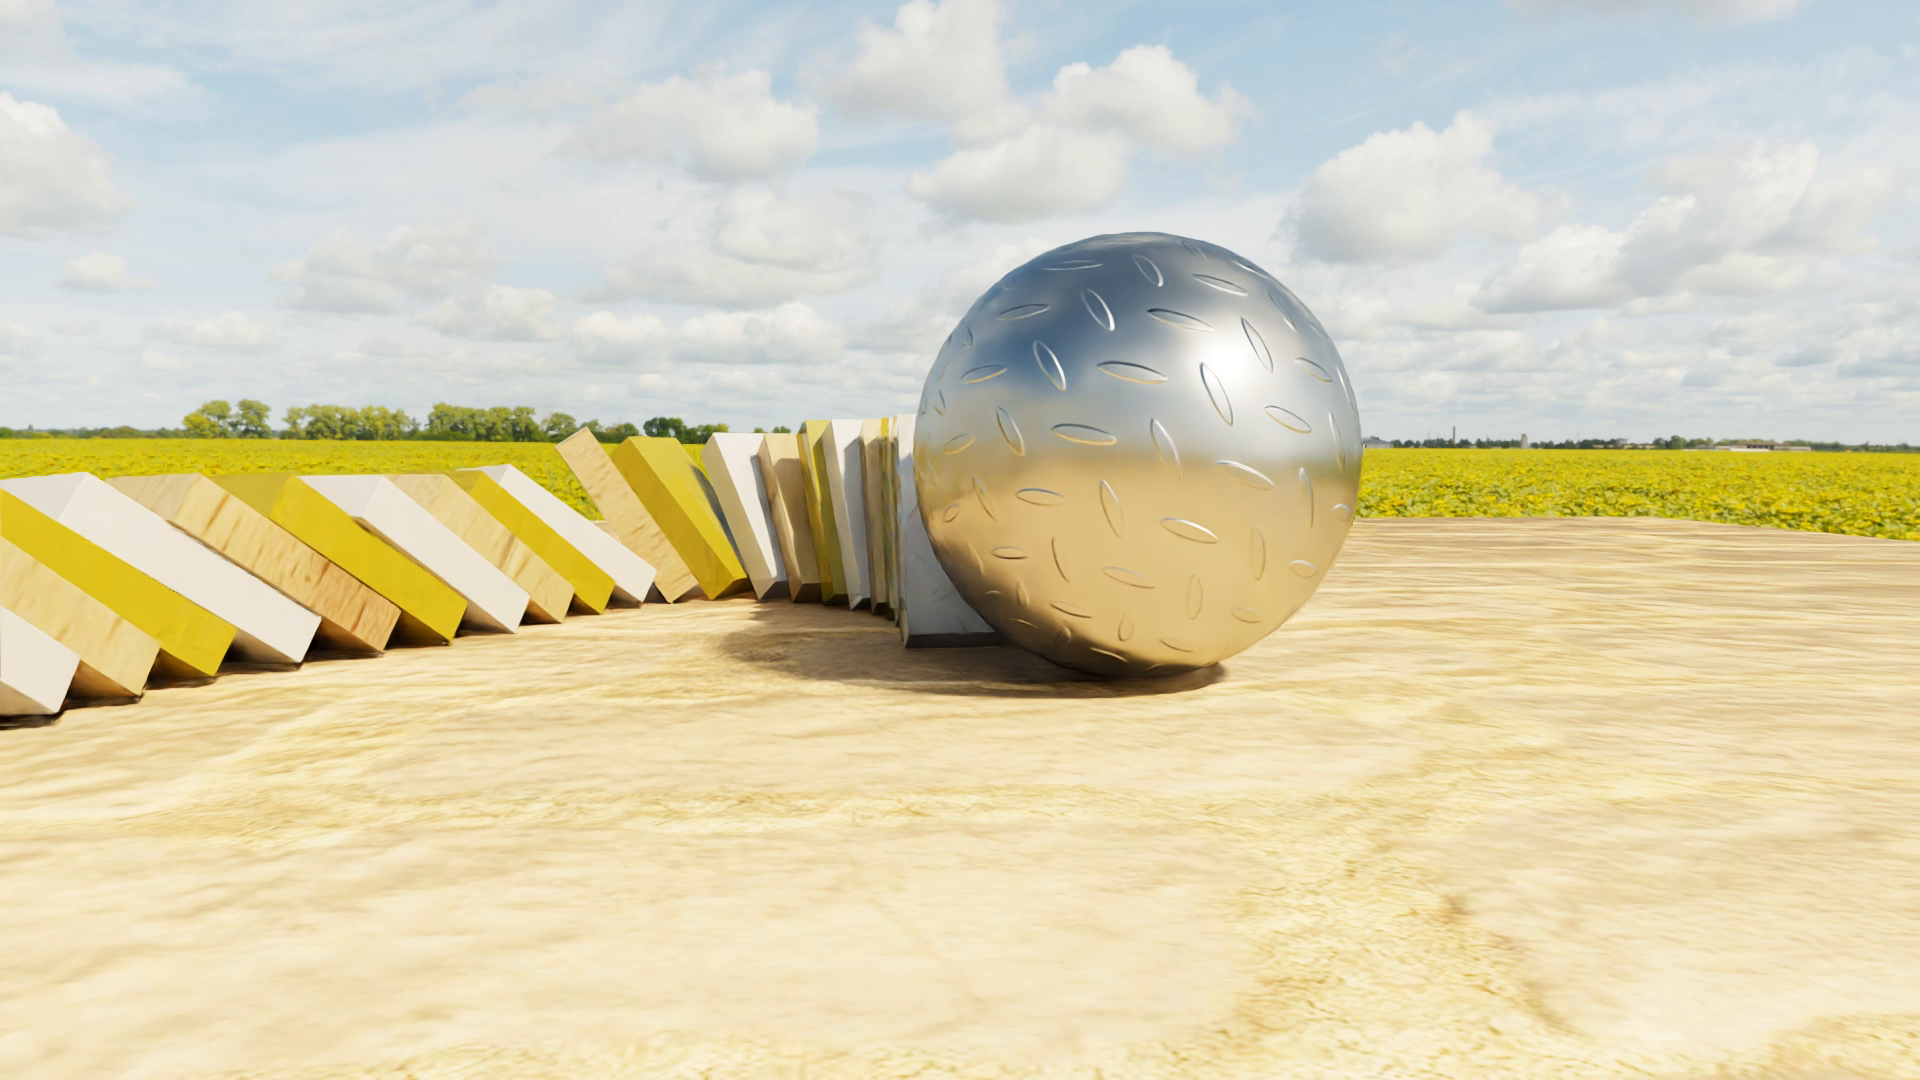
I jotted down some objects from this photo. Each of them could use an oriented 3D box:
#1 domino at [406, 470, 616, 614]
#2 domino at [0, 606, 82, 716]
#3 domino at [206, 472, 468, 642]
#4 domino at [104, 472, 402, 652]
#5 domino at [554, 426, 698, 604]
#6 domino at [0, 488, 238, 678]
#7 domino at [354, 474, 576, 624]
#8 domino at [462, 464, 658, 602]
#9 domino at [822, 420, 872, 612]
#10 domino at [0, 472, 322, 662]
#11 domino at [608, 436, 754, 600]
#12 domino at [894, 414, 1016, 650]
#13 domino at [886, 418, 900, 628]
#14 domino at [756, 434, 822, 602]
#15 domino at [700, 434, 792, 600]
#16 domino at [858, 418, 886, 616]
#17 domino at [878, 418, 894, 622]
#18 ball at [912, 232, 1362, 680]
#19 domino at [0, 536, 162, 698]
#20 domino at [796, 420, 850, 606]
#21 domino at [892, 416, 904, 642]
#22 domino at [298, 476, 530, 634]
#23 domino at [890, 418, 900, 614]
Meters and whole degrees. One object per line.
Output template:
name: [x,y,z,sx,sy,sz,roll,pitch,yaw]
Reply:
domino: [-0.109,0.001,0.308,0.025,0.010,0.050,2,-30,29]
domino: [-0.152,0.010,0.176,0.025,0.009,0.050,-4,-33,7]
domino: [-0.127,0.005,0.258,0.025,0.010,0.050,0,-31,24]
domino: [-0.134,0.006,0.243,0.025,0.009,0.050,-1,-31,24]
domino: [-0.091,-0.007,0.348,0.010,0.050,0.025,-36,14,-13]
domino: [-0.150,0.008,0.212,0.025,0.009,0.050,-3,-32,21]
domino: [-0.112,0.003,0.290,0.025,0.010,0.050,2,-30,21]
domino: [-0.104,-0.001,0.325,0.025,0.009,0.050,-2,-32,38]
domino: [-0.019,-0.007,0.337,0.025,0.050,0.010,-2,-22,-25]
domino: [-0.143,0.006,0.228,0.025,0.009,0.050,-2,-32,24]
domino: [-0.075,-0.007,0.361,0.010,0.050,0.025,-41,-9,16]
domino: [0.000,-0.002,0.273,0.025,0.050,0.009,-1,-23,-8]
domino: [-0.004,-0.005,0.305,0.025,0.050,0.009,-1,-23,-8]
domino: [-0.039,-0.007,0.357,0.025,0.050,0.009,-2,-34,-27]
domino: [-0.053,-0.008,0.364,0.025,0.050,0.009,-4,-32,-42]
domino: [-0.011,-0.006,0.326,0.025,0.050,0.009,-1,-23,-12]
domino: [-0.006,-0.006,0.315,0.025,0.050,0.010,-1,-23,-8]
ball: [0.031,-0.015,0.233,0.080,0.080,0.080,0,4,0]
domino: [-0.151,0.009,0.194,0.025,0.009,0.050,-3,-33,10]
domino: [-0.027,-0.008,0.345,0.025,0.050,0.010,-2,-22,-25]
domino: [-0.001,-0.003,0.283,0.025,0.050,0.009,-1,-23,-8]
domino: [-0.118,0.004,0.274,0.025,0.009,0.050,1,-30,22]
domino: [-0.002,-0.004,0.294,0.025,0.050,0.009,-1,-23,-8]
